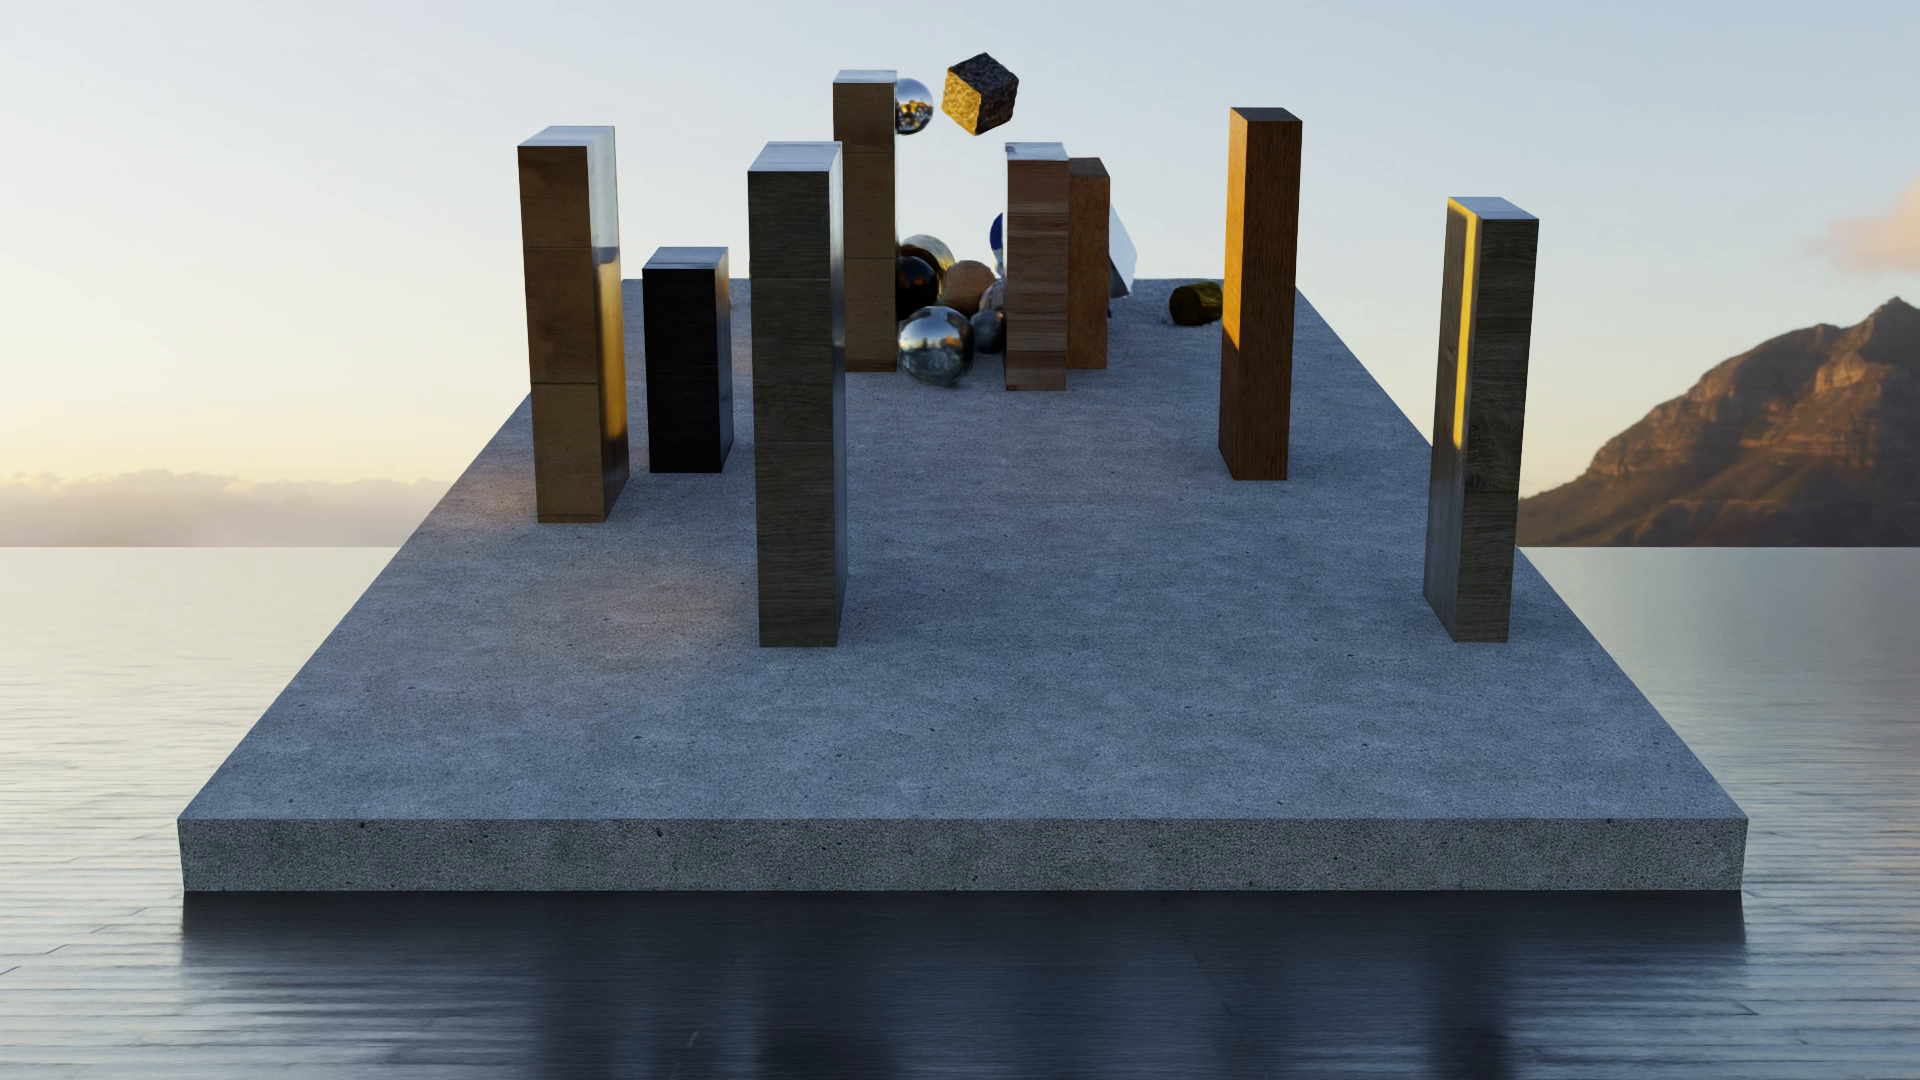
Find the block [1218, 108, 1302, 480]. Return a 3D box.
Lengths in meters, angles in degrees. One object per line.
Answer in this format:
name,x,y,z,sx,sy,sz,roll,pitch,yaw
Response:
block,0.598,-0.496,4.441,0.106,0.707,0.271,0,17,0

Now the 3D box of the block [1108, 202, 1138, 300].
block,0.349,-0.779,6.080,0.195,0.195,0.195,-15,37,25

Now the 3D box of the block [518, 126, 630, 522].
block,-0.722,-0.412,4.177,0.123,0.694,0.337,0,17,0

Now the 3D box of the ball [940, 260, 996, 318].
ball,0.025,-0.687,6.048,0.157,0.157,0.157,0,0,0

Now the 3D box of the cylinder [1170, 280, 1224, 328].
cylinder,0.639,-0.635,5.957,0.109,0.109,0.109,0,13,45

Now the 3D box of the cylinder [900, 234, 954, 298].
cylinder,-0.122,-0.746,6.189,0.189,0.189,0.189,0,16,11

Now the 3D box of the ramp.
ramp,-0.002,-0.167,4.749,2.000,0.100,4.000,0,17,0

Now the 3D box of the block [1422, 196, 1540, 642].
block,0.816,-0.192,3.494,0.084,0.664,0.242,0,17,0

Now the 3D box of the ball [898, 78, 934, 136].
ball,-0.156,-1.257,6.431,0.165,0.165,0.165,0,0,0

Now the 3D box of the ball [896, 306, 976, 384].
ball,-0.055,-0.460,5.230,0.187,0.187,0.187,0,0,0

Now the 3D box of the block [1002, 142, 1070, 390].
block,0.178,-0.658,5.284,0.141,0.536,0.366,0,17,0

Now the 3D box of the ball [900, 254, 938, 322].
ball,-0.146,-0.682,5.994,0.178,0.178,0.178,0,0,0

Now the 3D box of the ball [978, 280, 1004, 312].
ball,0.130,-0.591,5.712,0.164,0.164,0.164,0,0,0

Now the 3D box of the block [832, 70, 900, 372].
block,-0.227,-0.793,5.465,0.144,0.691,0.377,0,17,0

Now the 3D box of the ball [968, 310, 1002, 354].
ball,0.072,-0.523,5.570,0.114,0.114,0.114,0,0,0

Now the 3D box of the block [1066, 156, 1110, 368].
block,0.294,-0.701,5.554,0.129,0.465,0.418,0,17,0

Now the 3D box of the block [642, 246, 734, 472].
block,-0.553,-0.373,4.536,0.143,0.415,0.274,0,17,0

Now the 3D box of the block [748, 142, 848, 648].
block,-0.252,-0.242,3.529,0.120,0.737,0.390,0,17,0

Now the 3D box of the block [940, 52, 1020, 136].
block,0.055,-1.227,6.100,0.141,0.141,0.141,-30,60,-31
